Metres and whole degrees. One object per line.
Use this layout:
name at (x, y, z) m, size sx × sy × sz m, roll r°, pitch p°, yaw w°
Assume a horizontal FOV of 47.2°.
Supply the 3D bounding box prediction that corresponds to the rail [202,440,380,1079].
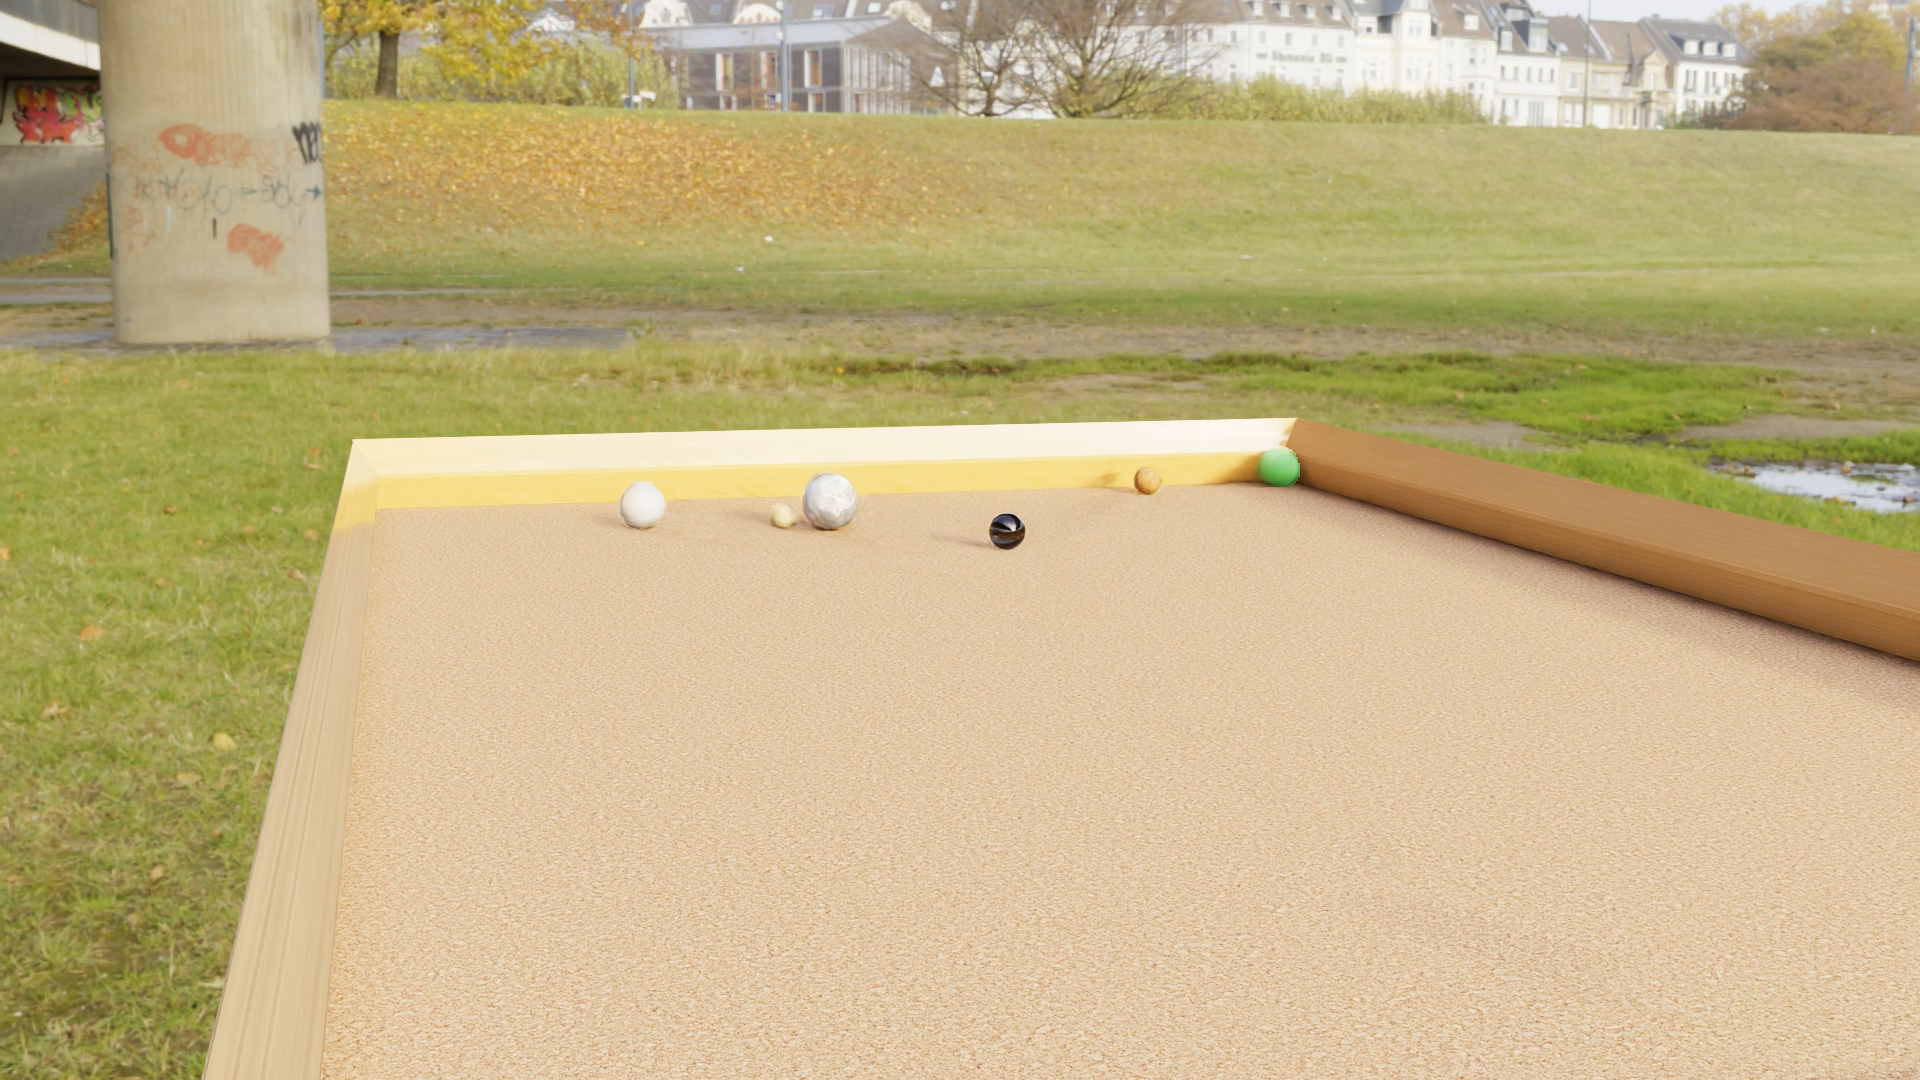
rail at (-0.668, 0.122, 2.370) m, size 0.045 × 0.128 × 3.540 m, roll -2°, pitch 8°, yaw -14°

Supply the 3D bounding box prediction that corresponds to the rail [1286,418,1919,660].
rail at (1.097, 0.059, 2.807) m, size 0.045 × 0.128 × 3.540 m, roll -2°, pitch 8°, yaw -14°

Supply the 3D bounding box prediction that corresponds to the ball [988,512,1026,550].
ball at (0.077, -0.014, 3.566) m, size 0.060 × 0.060 × 0.060 m, roll 0°, pitch 8°, yaw 0°

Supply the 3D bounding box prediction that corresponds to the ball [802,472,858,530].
ball at (-0.225, -0.067, 3.795) m, size 0.099 × 0.099 × 0.099 m, roll 0°, pitch 8°, yaw 0°

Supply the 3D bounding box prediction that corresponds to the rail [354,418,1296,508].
rail at (-0.209, -0.150, 4.265) m, size 1.867 × 0.128 × 0.045 m, roll -2°, pitch 8°, yaw -14°

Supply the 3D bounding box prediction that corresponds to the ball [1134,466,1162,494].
ball at (0.367, -0.117, 4.299) m, size 0.054 × 0.054 × 0.054 m, roll 0°, pitch 8°, yaw 0°

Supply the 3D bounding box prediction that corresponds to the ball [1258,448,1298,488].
ball at (0.637, -0.144, 4.401) m, size 0.080 × 0.080 × 0.080 m, roll 0°, pitch 8°, yaw 0°

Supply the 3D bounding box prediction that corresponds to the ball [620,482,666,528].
ball at (-0.551, -0.060, 3.815) m, size 0.079 × 0.079 × 0.079 m, roll 0°, pitch 8°, yaw 0°

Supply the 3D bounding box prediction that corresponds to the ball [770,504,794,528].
ball at (-0.307, -0.040, 3.814) m, size 0.041 × 0.041 × 0.041 m, roll 0°, pitch 8°, yaw 0°
